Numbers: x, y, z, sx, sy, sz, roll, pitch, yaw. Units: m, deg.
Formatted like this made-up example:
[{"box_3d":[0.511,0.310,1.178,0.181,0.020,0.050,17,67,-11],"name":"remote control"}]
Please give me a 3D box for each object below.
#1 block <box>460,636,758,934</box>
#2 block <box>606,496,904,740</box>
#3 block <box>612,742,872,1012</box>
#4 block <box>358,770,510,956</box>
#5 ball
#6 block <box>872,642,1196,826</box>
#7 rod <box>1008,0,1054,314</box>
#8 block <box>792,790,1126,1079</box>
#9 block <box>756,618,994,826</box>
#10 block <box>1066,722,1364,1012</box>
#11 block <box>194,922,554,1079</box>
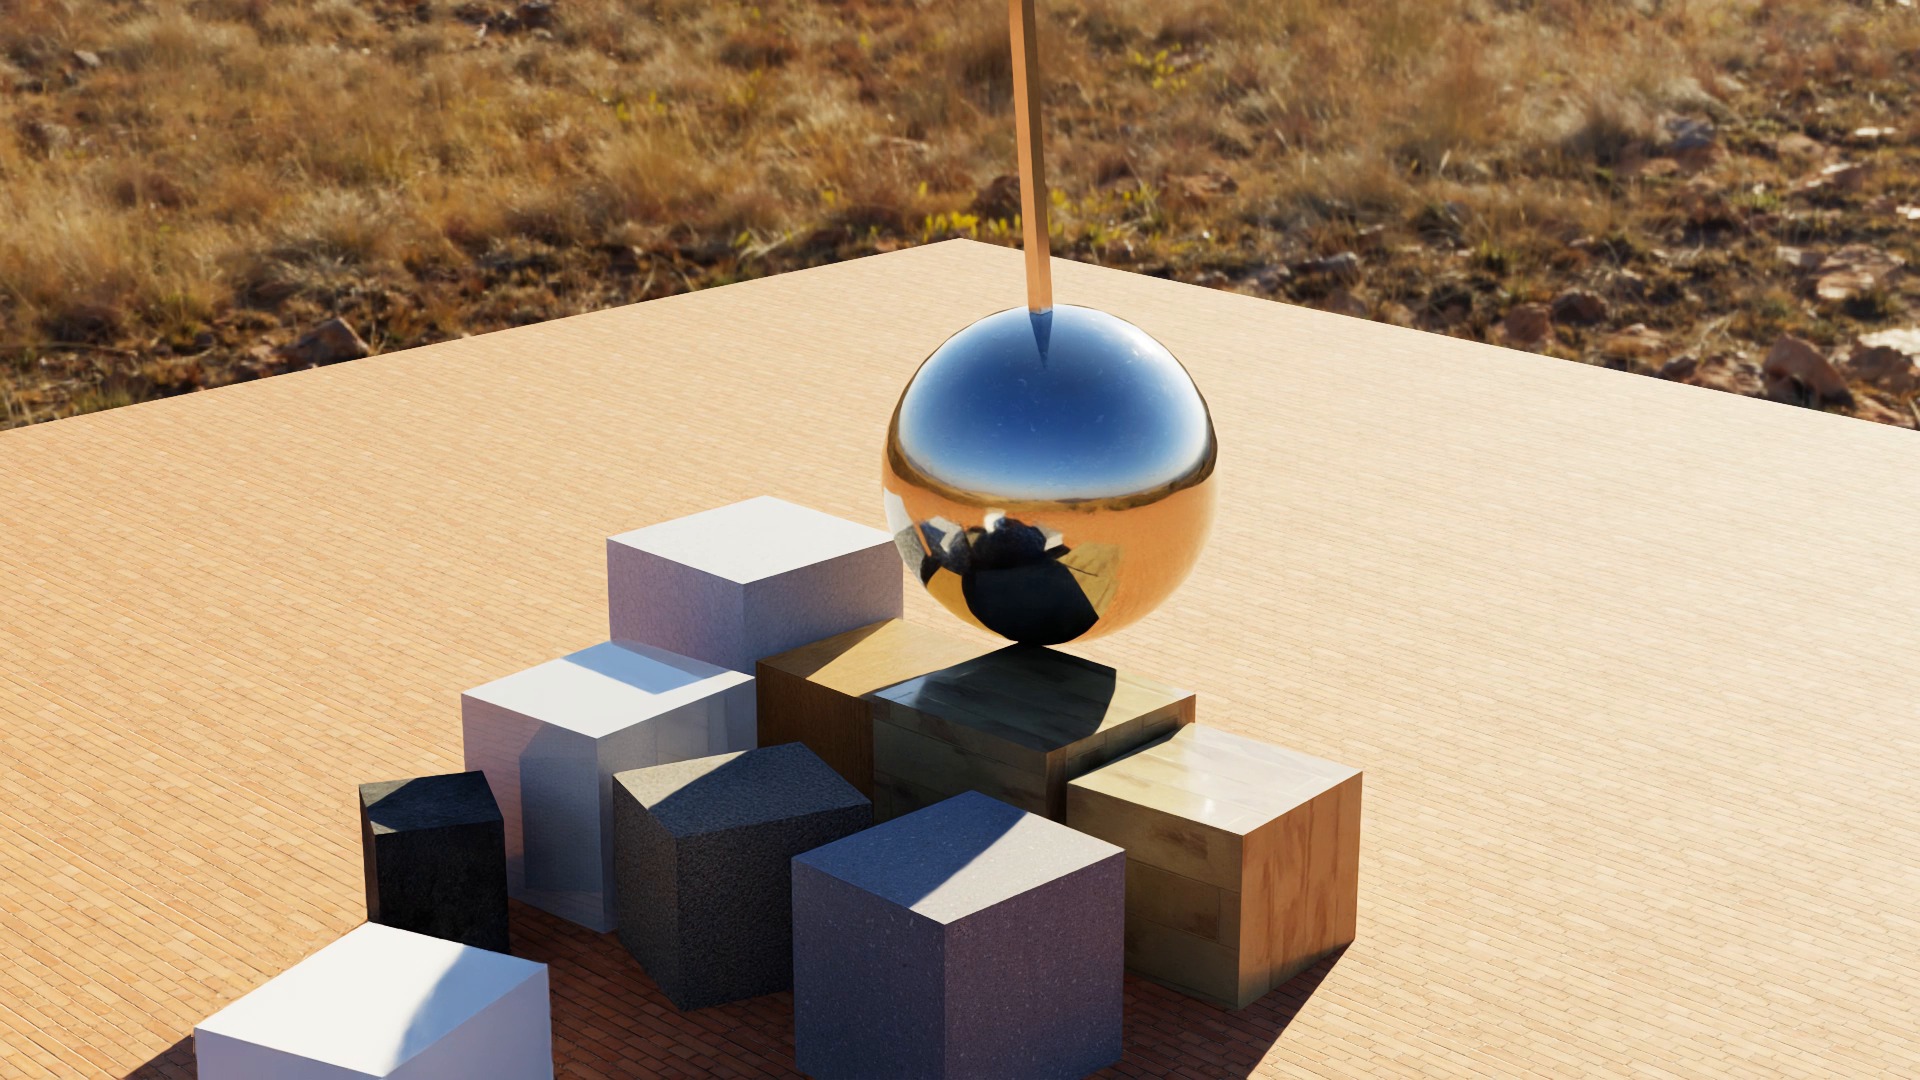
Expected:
[{"box_3d":[-1.580,1.091,13.339,0.878,0.919,0.987,14,22,38],"name":"block"},{"box_3d":[-1.009,0.557,14.579,1.040,1.195,1.022,-17,24,-42],"name":"block"},{"box_3d":[-0.929,1.421,12.521,0.873,0.781,0.777,-8,19,-24],"name":"block"},{"box_3d":[-2.280,1.432,12.712,0.542,0.645,0.584,-5,18,-17],"name":"block"},{"box_3d":[0.426,-0.305,13.693,1.600,1.600,1.600,0,17,0],"name":"ball"},{"box_3d":[0.334,1.119,13.281,1.043,0.901,1.005,16,23,41],"name":"block"},{"box_3d":[0.185,-3.460,12.448,0.080,5.200,0.080,17,30,42],"name":"rod"},{"box_3d":[-0.004,1.656,11.558,0.985,0.911,0.856,-16,24,-42],"name":"block"},{"box_3d":[-0.335,0.952,13.980,0.898,0.801,0.886,-17,24,-42],"name":"block"},{"box_3d":[1.090,1.384,12.623,0.900,0.790,0.913,14,22,37],"name":"block"},{"box_3d":[-2.087,2.012,10.579,0.816,0.817,0.972,9,19,26],"name":"block"}]
